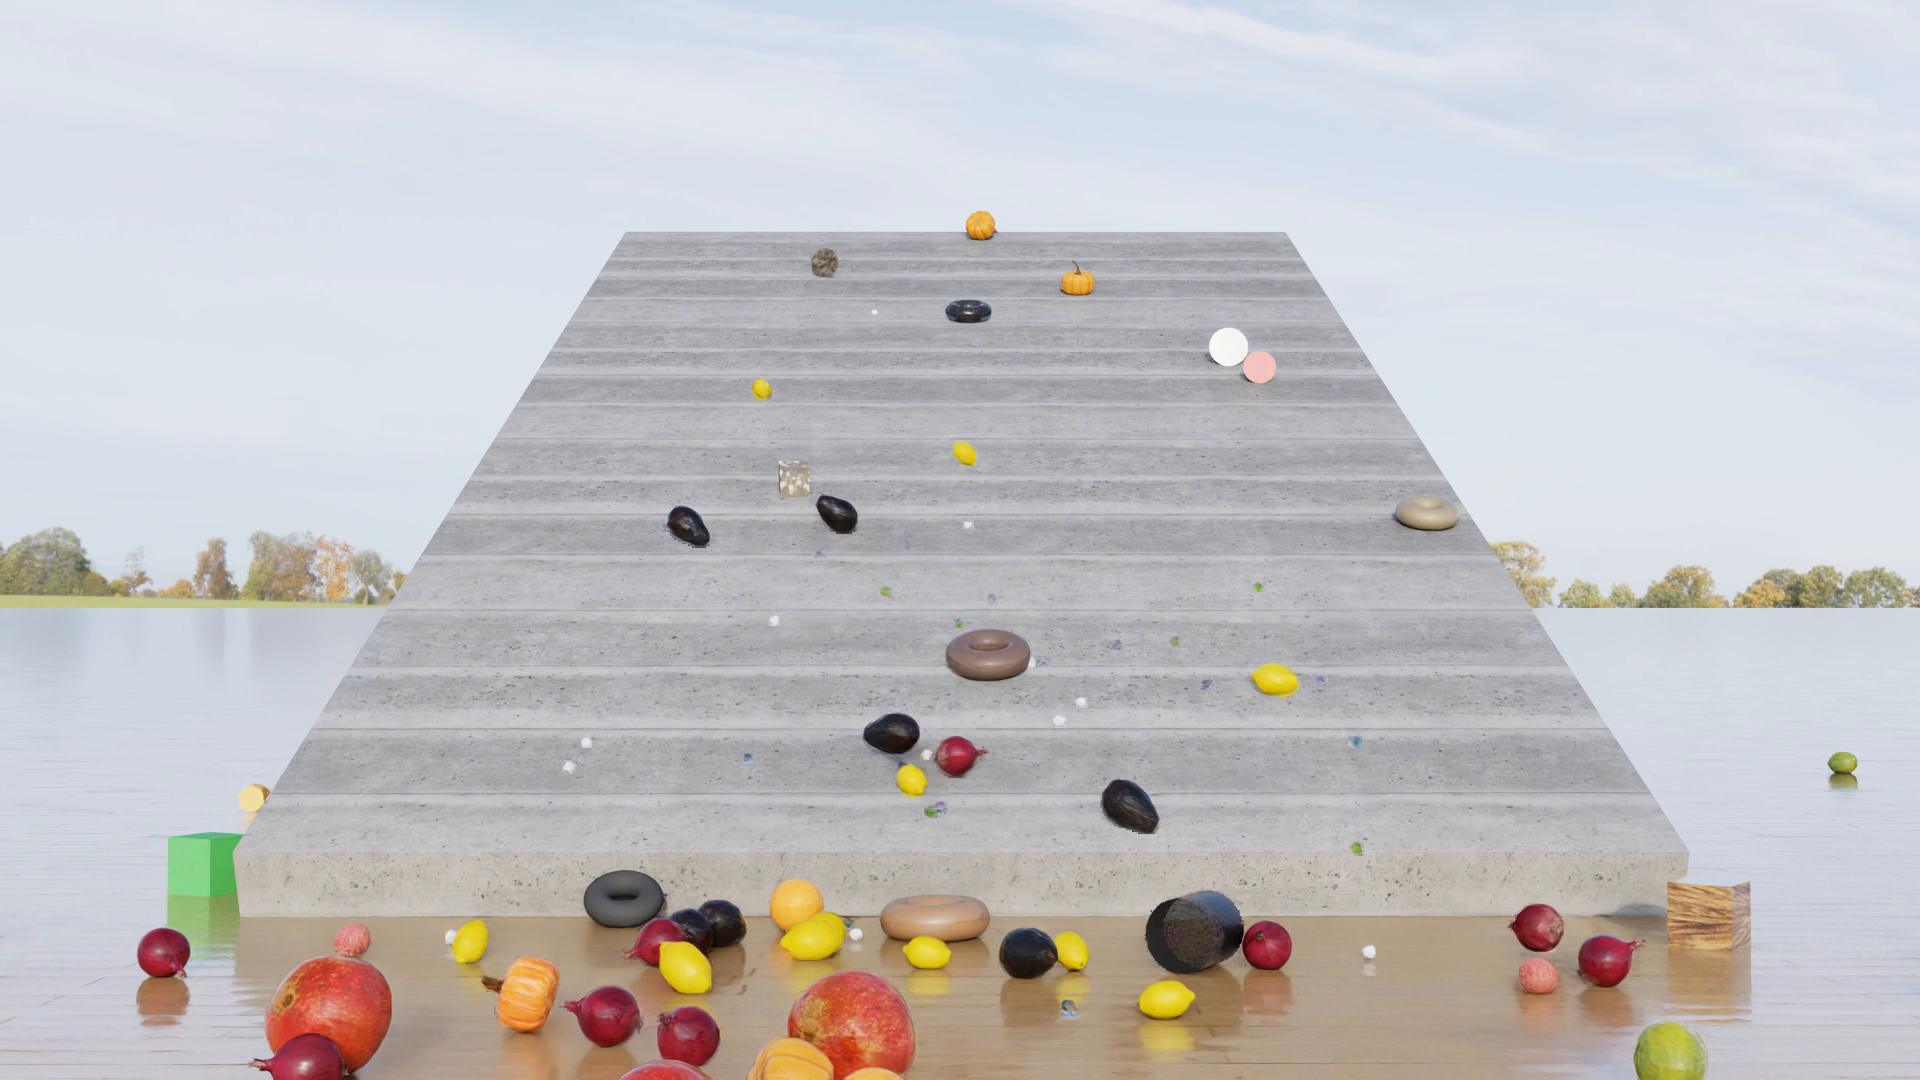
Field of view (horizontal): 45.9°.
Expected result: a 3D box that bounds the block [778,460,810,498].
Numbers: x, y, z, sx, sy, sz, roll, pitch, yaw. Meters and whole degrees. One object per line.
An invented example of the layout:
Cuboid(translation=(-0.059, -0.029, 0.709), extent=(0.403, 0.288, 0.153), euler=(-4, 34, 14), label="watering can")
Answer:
Cuboid(translation=(-0.333, -0.123, 4.544), extent=(0.058, 0.058, 0.058), euler=(-2, 20, -7), label="block")

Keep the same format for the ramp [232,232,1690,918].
Cuboid(translation=(-0.005, -0.206, 5.007), extent=(2.000, 0.100, 4.000), euler=(0, 20, 0), label="ramp")

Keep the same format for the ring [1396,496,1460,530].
Cuboid(translation=(0.905, -0.053, 4.381), extent=(0.123, 0.041, 0.123), euler=(1, 19, 0), label="ring")

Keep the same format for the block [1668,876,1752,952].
Cuboid(translation=(0.955, 0.475, 2.888), extent=(0.080, 0.080, 0.080), euler=(-1, -2, 35), label="block")

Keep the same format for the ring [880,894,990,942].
Cuboid(translation=(-0.033, 0.494, 2.959), extent=(0.144, 0.048, 0.144), euler=(-1, -1, 0), label="ring")

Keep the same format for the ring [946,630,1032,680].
Cuboid(translation=(0.046, 0.187, 3.708), extent=(0.141, 0.047, 0.141), euler=(-1, 21, 0), label="ring")

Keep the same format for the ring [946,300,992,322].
Cuboid(translation=(0.022, -0.593, 5.868), extent=(0.122, 0.041, 0.122), euler=(1, 19, 0), label="ring")

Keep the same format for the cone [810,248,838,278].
Cuboid(translation=(-0.365, -0.765, 6.343), extent=(0.083, 0.083, 0.083), euler=(0, -8, 17), label="cone")

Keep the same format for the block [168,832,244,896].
Cuboid(translation=(-1.130, 0.488, 3.413), extent=(0.084, 0.084, 0.084), euler=(-1, -2, 26), label="block")

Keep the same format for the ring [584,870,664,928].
Cuboid(translation=(-0.457, 0.487, 3.074), extent=(0.108, 0.036, 0.108), euler=(3, 27, -1), label="ring")

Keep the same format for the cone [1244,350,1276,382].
Cuboid(translation=(0.703, -0.401, 5.351), extent=(0.077, 0.077, 0.077), euler=(0, -7, 1), label="cone")

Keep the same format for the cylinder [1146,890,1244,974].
Cuboid(translation=(0.280, 0.466, 2.699), extent=(0.088, 0.088, 0.088), euler=(-1, -2, 29), label="cylinder")
